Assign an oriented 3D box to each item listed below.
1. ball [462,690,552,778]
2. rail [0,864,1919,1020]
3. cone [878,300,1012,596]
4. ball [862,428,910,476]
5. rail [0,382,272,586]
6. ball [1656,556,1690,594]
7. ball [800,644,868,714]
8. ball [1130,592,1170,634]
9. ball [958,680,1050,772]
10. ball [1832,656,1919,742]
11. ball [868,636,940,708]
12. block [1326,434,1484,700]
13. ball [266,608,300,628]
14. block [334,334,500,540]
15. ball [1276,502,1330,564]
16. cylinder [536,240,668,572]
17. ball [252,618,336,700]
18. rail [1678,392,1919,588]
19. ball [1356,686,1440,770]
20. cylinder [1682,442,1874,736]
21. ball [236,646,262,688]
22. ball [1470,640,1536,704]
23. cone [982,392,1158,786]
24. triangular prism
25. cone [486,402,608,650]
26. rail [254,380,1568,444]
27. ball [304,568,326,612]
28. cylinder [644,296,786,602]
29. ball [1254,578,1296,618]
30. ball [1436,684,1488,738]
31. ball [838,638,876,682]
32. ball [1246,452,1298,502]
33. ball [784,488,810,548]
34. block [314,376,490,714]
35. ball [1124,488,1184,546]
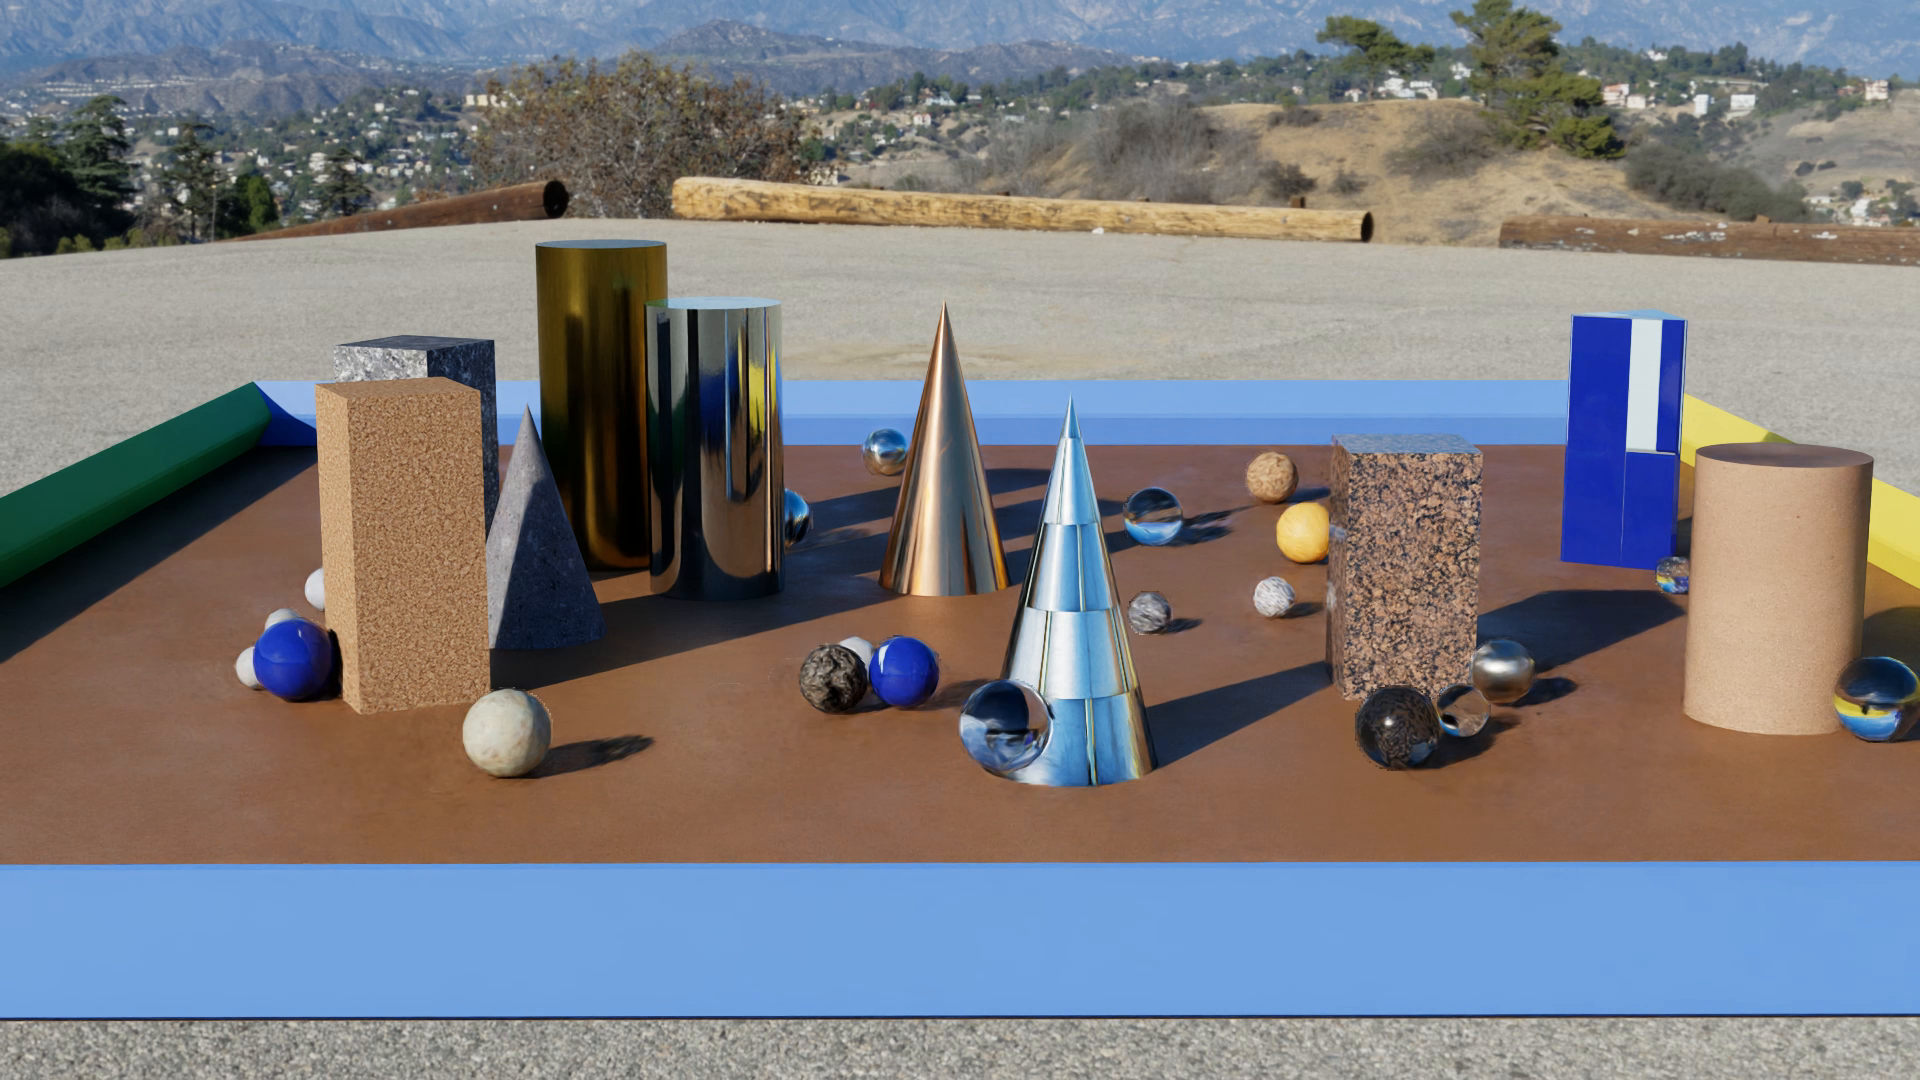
[{"bbox_3d":[-0.467,0.199,2.644,0.091,0.091,0.091,0,11,0],"label":"ball"},{"bbox_3d":[0.009,0.304,1.989,2.693,0.123,0.045,0,11,0],"label":"rail"},{"bbox_3d":[-0.022,-0.138,3.600,0.189,0.404,0.189,0,11,0],"label":"cone"},{"bbox_3d":[-0.132,-0.157,4.570,0.085,0.085,0.085,0,11,0],"label":"ball"},{"bbox_3d":[-1.323,0.033,3.442,0.045,0.123,3.019,0,11,0],"label":"rail"},{"bbox_3d":[0.992,0.048,3.556,0.053,0.053,0.053,0,11,0],"label":"ball"},{"bbox_3d":[-0.143,0.157,2.905,0.077,0.077,0.077,0,11,0],"label":"ball"},{"bbox_3d":[0.245,0.095,3.306,0.053,0.053,0.053,0,11,0],"label":"ball"},{"bbox_3d":[0.045,0.188,2.588,0.093,0.093,0.093,0,11,0],"label":"ball"},{"bbox_3d":[0.996,0.172,2.783,0.093,0.093,0.093,0,11,0],"label":"ball"},{"bbox_3d":[-0.063,0.150,2.914,0.081,0.081,0.081,0,11,0],"label":"ball"},{"bbox_3d":[0.519,0.029,3.014,0.152,0.289,0.152,0,11,0],"label":"block"},{"bbox_3d":[-0.854,0.110,3.243,0.046,0.046,0.046,0,11,0],"label":"ball"},{"bbox_3d":[-0.734,-0.092,3.485,0.152,0.354,0.152,5,12,25],"label":"block"},{"bbox_3d":[0.509,-0.010,3.768,0.091,0.091,0.091,0,11,0],"label":"ball"},{"bbox_3d":[-0.521,-0.201,3.765,0.189,0.466,0.189,0,11,0],"label":"cylinder"},{"bbox_3d":[-0.768,0.138,2.962,0.095,0.095,0.095,0,11,0],"label":"ball"},{"bbox_3d":[1.323,0.030,3.457,0.045,0.123,3.019,0,11,0],"label":"rail"},{"bbox_3d":[0.456,0.196,2.675,0.087,0.087,0.087,0,11,0],"label":"ball"},{"bbox_3d":[0.916,0.051,2.878,0.189,0.296,0.189,0,11,0],"label":"cylinder"},{"bbox_3d":[-0.824,0.149,3.009,0.050,0.050,0.050,0,11,0],"label":"ball"},{"bbox_3d":[0.621,0.150,2.933,0.073,0.073,0.073,0,11,0],"label":"ball"},{"bbox_3d":[0.114,0.040,2.670,0.189,0.393,0.189,0,11,0],"label":"cone"},{"bbox_3d":[0.995,-0.152,3.783,0.164,0.365,0.142,6,12,29],"label":"triangular prism"},{"bbox_3d":[-0.550,-0.028,3.288,0.189,0.301,0.189,0,11,0],"label":"cone"},{"bbox_3d":[-0.009,-0.241,4.910,2.693,0.123,0.045,0,11,0],"label":"rail"},{"bbox_3d":[-0.850,0.066,3.444,0.059,0.059,0.059,0,11,0],"label":"ball"},{"bbox_3d":[-0.340,-0.130,3.565,0.189,0.400,0.189,0,11,0],"label":"cylinder"},{"bbox_3d":[0.416,0.077,3.400,0.055,0.055,0.055,0,11,0],"label":"ball"},{"bbox_3d":[0.548,0.187,2.801,0.058,0.058,0.058,0,11,0],"label":"ball"},{"bbox_3d":[-0.124,0.144,3.028,0.059,0.059,0.059,0,11,0],"label":"ball"},{"bbox_3d":[0.523,-0.105,4.290,0.086,0.086,0.086,0,11,0],"label":"ball"},{"bbox_3d":[-0.272,-0.032,3.883,0.091,0.091,0.091,0,11,0],"label":"ball"},{"bbox_3d":[-0.644,0.002,2.967,0.152,0.360,0.152,-5,12,-27],"label":"block"},{"bbox_3d":[0.294,-0.035,3.903,0.090,0.090,0.090,0,11,0],"label":"ball"}]
